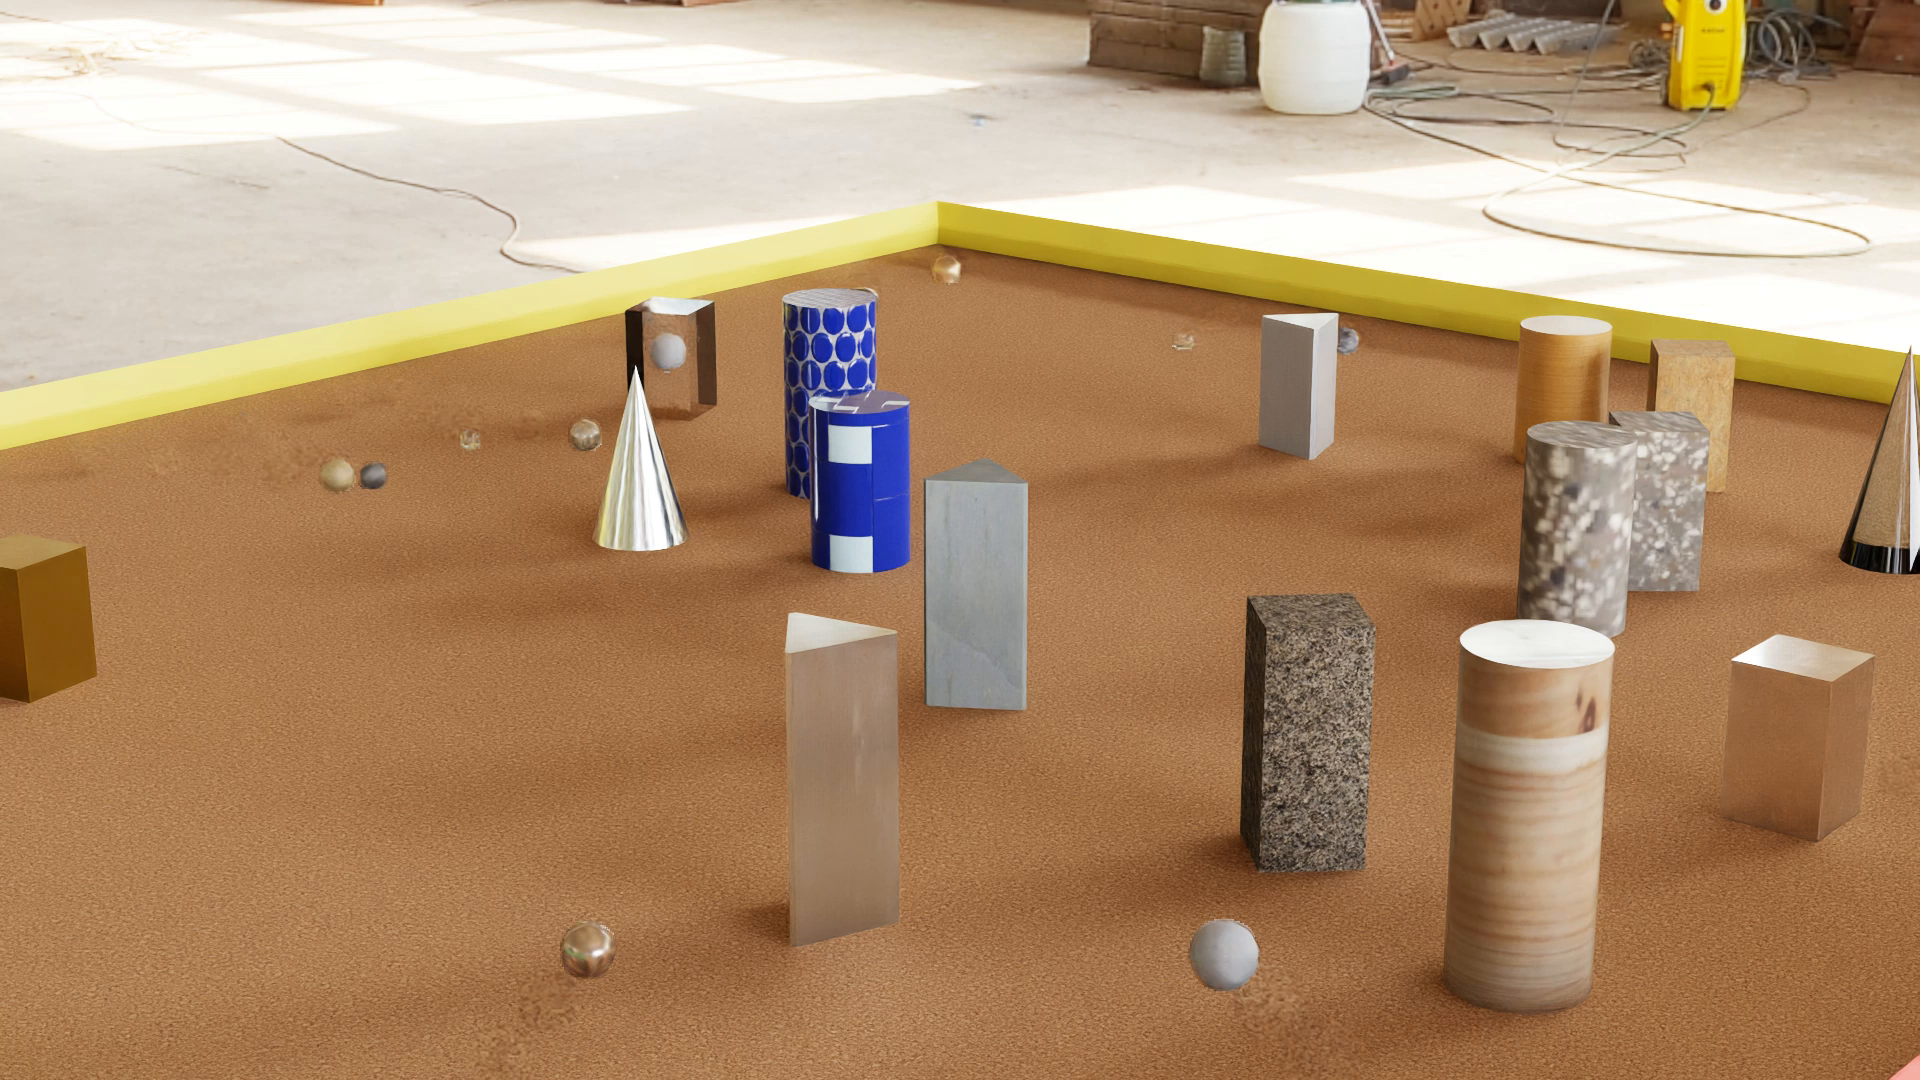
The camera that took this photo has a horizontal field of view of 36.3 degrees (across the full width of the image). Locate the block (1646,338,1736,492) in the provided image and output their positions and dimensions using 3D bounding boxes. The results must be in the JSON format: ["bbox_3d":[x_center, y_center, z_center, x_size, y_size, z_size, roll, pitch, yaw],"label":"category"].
[{"bbox_3d":[1.433,-0.247,5.773,0.145,0.270,0.145,2,17,7],"label":"block"}]

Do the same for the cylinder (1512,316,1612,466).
[{"bbox_3d":[1.216,-0.297,5.922,0.181,0.280,0.181,0,17,0],"label":"cylinder"}]

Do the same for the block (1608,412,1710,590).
[{"bbox_3d":[1.220,-0.069,5.159,0.145,0.287,0.145,0,17,1],"label":"block"}]

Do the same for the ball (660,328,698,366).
[{"bbox_3d":[-0.646,-0.444,6.741,0.086,0.086,0.086,0,17,0],"label":"ball"}]

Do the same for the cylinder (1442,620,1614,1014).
[{"bbox_3d":[0.688,0.335,3.558,0.181,0.442,0.181,0,17,0],"label":"cylinder"}]

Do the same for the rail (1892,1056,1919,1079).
[{"bbox_3d":[1.575,0.426,3.813,0.045,0.118,4.663,14,22,39],"label":"rail"}]

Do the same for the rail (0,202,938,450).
[{"bbox_3d":[-1.575,-0.367,6.430,0.045,0.118,4.663,14,22,39],"label":"rail"}]

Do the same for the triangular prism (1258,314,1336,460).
[{"bbox_3d":[0.721,-0.323,6.024,0.136,0.272,0.157,-13,21,-36],"label":"triangular prism"}]

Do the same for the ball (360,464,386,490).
[{"bbox_3d":[-1.151,-0.125,5.749,0.052,0.052,0.052,0,17,0],"label":"ball"}]

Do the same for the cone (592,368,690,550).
[{"bbox_3d":[-0.592,-0.163,5.400,0.181,0.326,0.181,0,17,0],"label":"cone"}]

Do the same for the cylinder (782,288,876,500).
[{"bbox_3d":[-0.252,-0.284,5.706,0.181,0.381,0.181,0,17,0],"label":"cylinder"}]

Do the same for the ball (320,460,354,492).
[{"bbox_3d":[-1.217,-0.126,5.730,0.064,0.064,0.064,0,17,0],"label":"ball"}]

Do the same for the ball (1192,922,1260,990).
[{"bbox_3d":[0.325,0.510,3.598,0.083,0.083,0.083,0,17,0],"label":"ball"}]

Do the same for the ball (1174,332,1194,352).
[{"bbox_3d":[0.525,-0.463,6.872,0.046,0.046,0.046,0,17,0],"label":"ball"}]

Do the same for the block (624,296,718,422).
[{"bbox_3d":[-0.621,-0.391,6.316,0.145,0.232,0.145,6,18,18],"label":"block"}]

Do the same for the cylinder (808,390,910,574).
[{"bbox_3d":[-0.180,-0.107,5.273,0.181,0.293,0.181,0,17,0],"label":"cylinder"}]

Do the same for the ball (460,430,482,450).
[{"bbox_3d":[-1.006,-0.205,6.028,0.043,0.043,0.043,0,17,0],"label":"ball"}]

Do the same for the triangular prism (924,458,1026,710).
[{"bbox_3d":[0.032,0.066,4.578,0.157,0.365,0.136,2,17,7],"label":"triangular prism"}]

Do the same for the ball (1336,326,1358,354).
[{"bbox_3d":[0.898,-0.466,6.852,0.064,0.064,0.064,0,17,0],"label":"ball"}]

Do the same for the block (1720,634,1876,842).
[{"bbox_3d":[1.173,0.276,4.109,0.145,0.236,0.145,14,21,38],"label":"block"}]

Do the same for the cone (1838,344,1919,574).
[{"bbox_3d":[1.684,-0.157,5.250,0.181,0.403,0.181,0,17,0],"label":"cone"}]

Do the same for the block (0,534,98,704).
[{"bbox_3d":[-1.483,0.122,4.645,0.145,0.219,0.145,9,19,28],"label":"block"}]

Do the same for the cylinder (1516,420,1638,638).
[{"bbox_3d":[1.032,-0.017,4.911,0.181,0.331,0.181,0,17,0],"label":"cylinder"}]

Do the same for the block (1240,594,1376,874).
[{"bbox_3d":[0.468,0.260,3.971,0.145,0.345,0.145,-1,17,-5],"label":"block"}]

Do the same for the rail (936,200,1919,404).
[{"bbox_3d":[1.513,-0.476,6.789,4.218,0.118,0.045,14,22,39],"label":"rail"}]

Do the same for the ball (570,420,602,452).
[{"bbox_3d":[-0.769,-0.214,6.021,0.064,0.064,0.064,0,17,0],"label":"ball"}]

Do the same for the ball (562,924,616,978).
[{"bbox_3d":[-0.460,0.509,3.630,0.067,0.067,0.067,0,17,0],"label":"ball"}]

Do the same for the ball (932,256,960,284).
[{"bbox_3d":[-0.034,-0.700,7.608,0.073,0.073,0.073,0,17,0],"label":"ball"}]

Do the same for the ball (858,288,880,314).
[{"bbox_3d":[-0.234,-0.582,7.214,0.077,0.077,0.077,0,17,0],"label":"ball"}]

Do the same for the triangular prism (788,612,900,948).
[{"bbox_3d":[-0.180,0.299,3.758,0.157,0.395,0.136,-10,19,-30],"label":"triangular prism"}]
